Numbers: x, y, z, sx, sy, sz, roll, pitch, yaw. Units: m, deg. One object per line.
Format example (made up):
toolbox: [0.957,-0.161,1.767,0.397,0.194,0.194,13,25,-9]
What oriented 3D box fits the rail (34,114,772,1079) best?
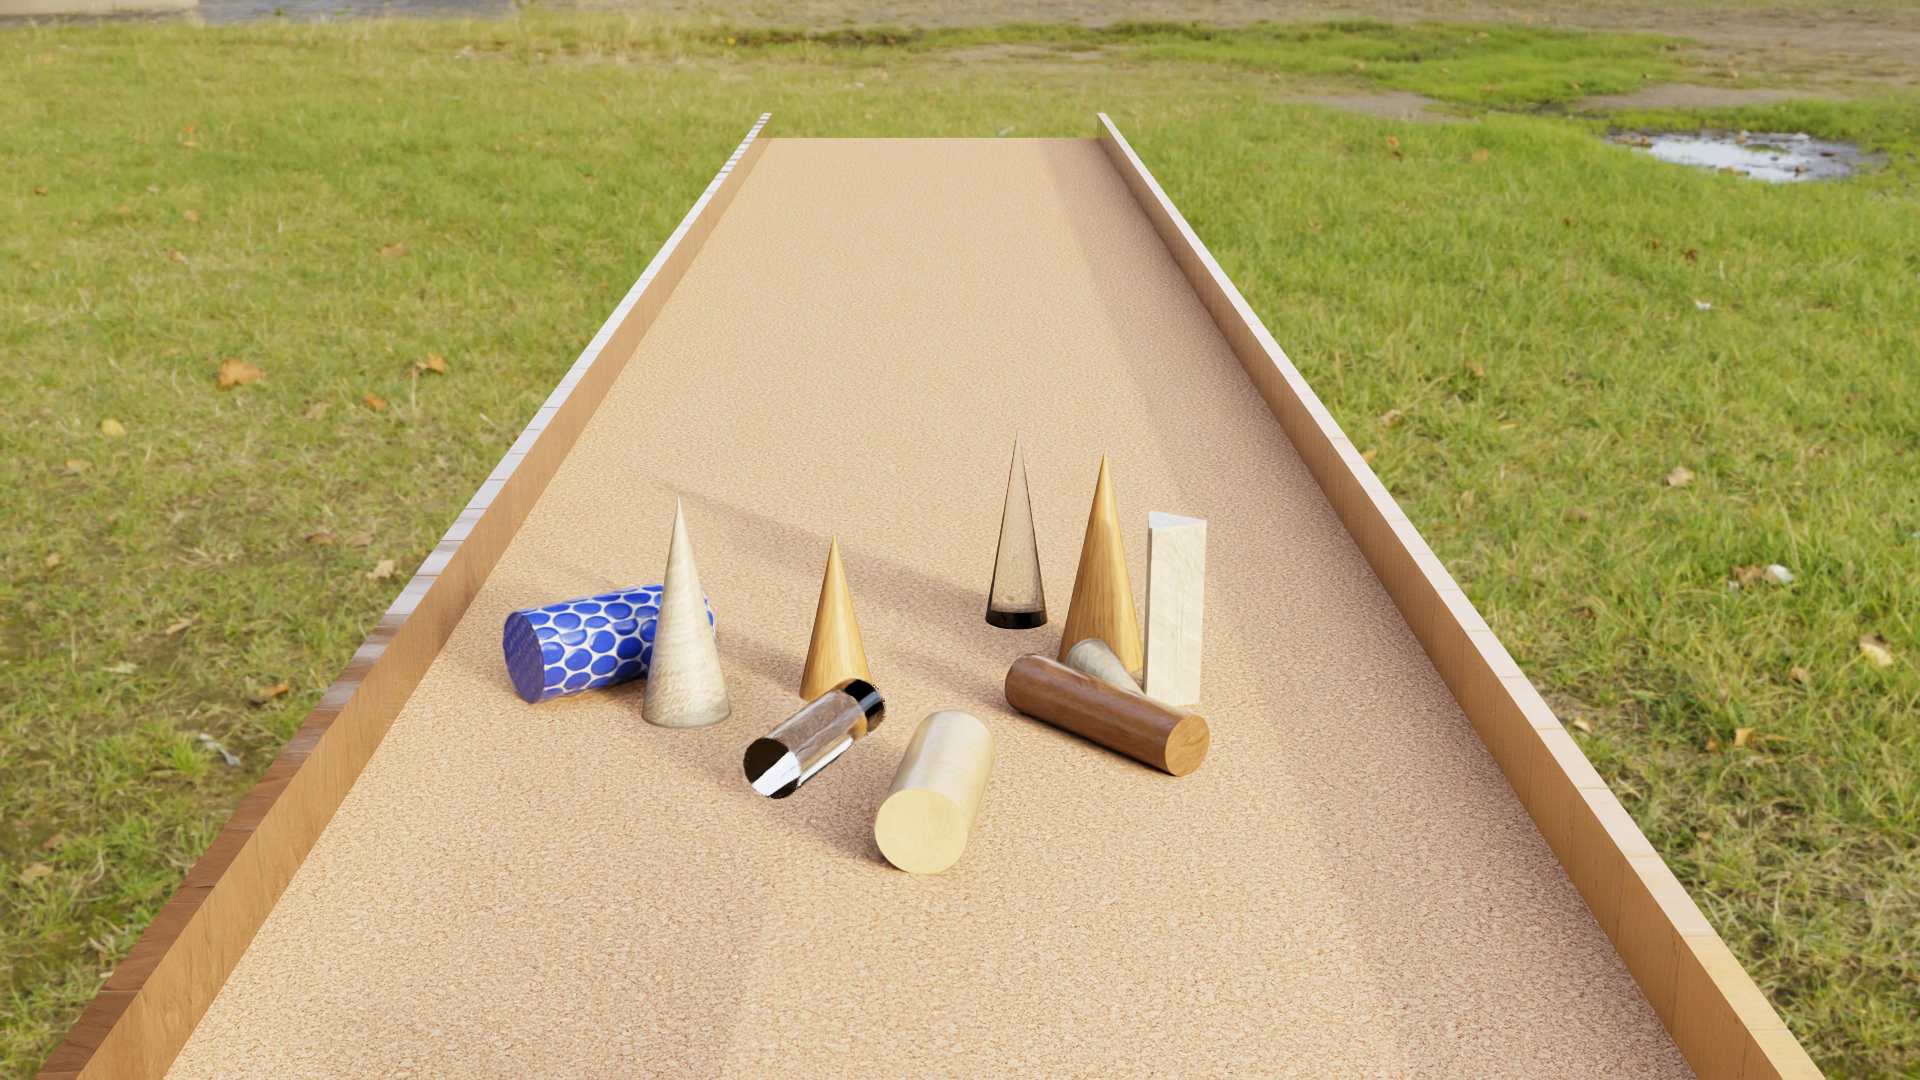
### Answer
rail: [-1.118,-0.838,7.780,0.050,0.150,12.000,0,17,-1]

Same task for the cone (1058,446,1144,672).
cone: [0.283,0.029,4.352,0.173,0.442,0.173,0,17,0]

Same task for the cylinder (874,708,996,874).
cylinder: [-0.036,0.407,3.601,0.147,0.147,0.346,2,17,8]

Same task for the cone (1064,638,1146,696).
cone: [0.331,0.310,4.097,0.100,0.100,0.399,-8,25,-24]

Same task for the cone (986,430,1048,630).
cone: [0.120,-0.036,4.600,0.134,0.426,0.134,0,17,0]

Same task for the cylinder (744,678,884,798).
cylinder: [-0.253,0.346,3.870,0.110,0.110,0.321,7,18,23]

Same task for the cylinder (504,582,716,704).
cylinder: [-0.678,0.193,4.264,0.365,0.179,0.179,-12,20,-35]

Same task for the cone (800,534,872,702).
cone: [-0.237,0.139,4.190,0.145,0.325,0.145,0,17,0]

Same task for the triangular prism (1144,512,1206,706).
triangular prism: [0.381,0.130,4.160,0.121,0.357,0.105,-7,18,-25]

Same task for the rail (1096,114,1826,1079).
rail: [0.932,-0.844,7.801,0.050,0.150,12.000,0,17,-1]

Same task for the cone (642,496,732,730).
cone: [-0.513,0.121,4.071,0.169,0.426,0.169,0,17,0]

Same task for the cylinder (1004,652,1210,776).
cylinder: [0.261,0.312,3.983,0.111,0.111,0.422,-13,21,-38]
